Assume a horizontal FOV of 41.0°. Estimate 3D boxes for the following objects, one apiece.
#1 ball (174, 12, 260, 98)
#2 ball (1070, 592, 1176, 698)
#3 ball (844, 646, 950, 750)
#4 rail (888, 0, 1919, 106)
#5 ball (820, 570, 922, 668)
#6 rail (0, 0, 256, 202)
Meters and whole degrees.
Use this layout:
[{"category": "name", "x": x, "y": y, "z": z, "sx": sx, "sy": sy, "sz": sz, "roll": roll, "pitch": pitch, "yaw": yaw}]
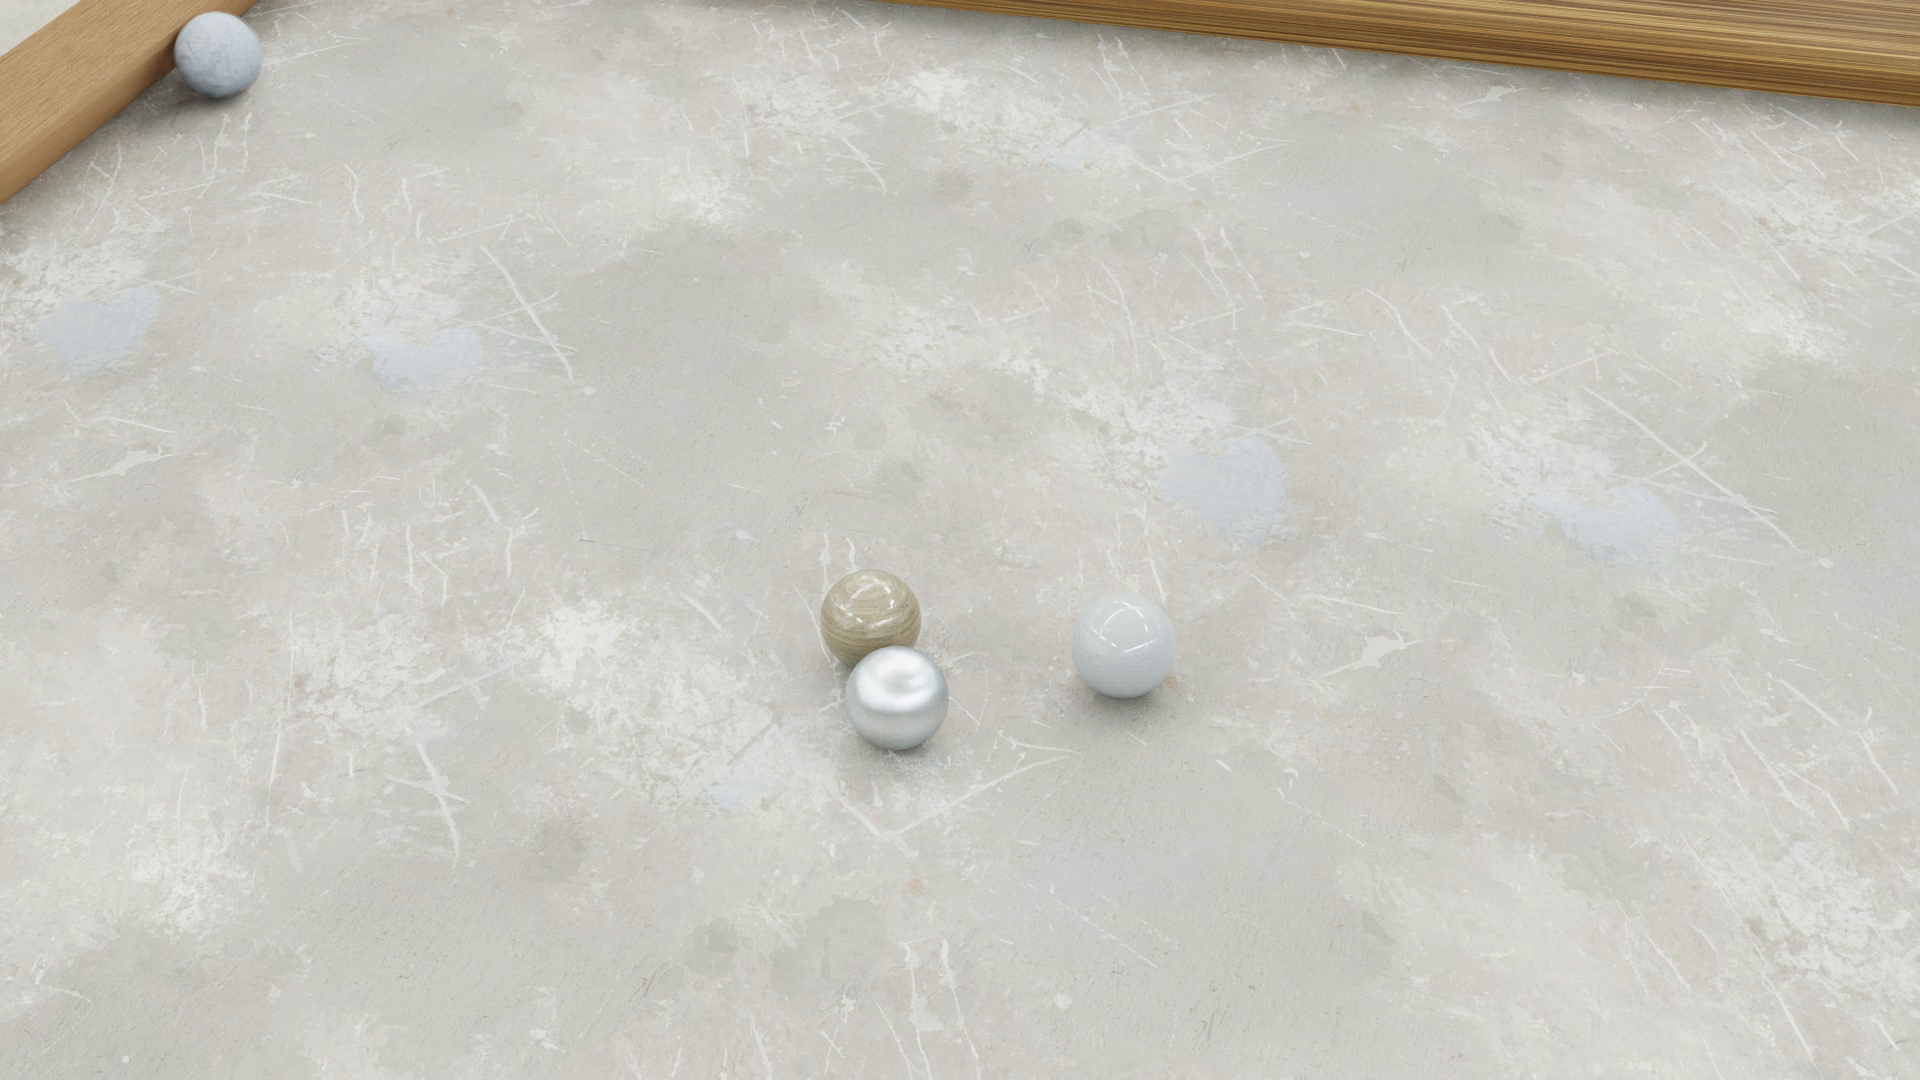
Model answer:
[{"category": "ball", "x": -0.760, "y": -0.497, "z": 2.627, "sx": 0.086, "sy": 0.086, "sz": 0.086, "roll": 0, "pitch": 34, "yaw": 0}, {"category": "ball", "x": 0.114, "y": 0.074, "z": 1.794, "sx": 0.074, "sy": 0.074, "sz": 0.074, "roll": 0, "pitch": 34, "yaw": 0}, {"category": "ball", "x": -0.043, "y": 0.107, "z": 1.747, "sx": 0.071, "sy": 0.071, "sz": 0.071, "roll": 0, "pitch": 34, "yaw": 0}, {"category": "rail", "x": 1.276, "y": -0.440, "z": 2.503, "sx": 4.177, "sy": 0.128, "sz": 0.045, "roll": 8, "pitch": 35, "yaw": 12}, {"category": "ball", "x": -0.063, "y": 0.057, "z": 1.821, "sx": 0.072, "sy": 0.072, "sz": 0.072, "roll": 0, "pitch": 34, "yaw": 0}, {"category": "rail", "x": -0.987, "y": -0.167, "z": 2.099, "sx": 0.045, "sy": 0.128, "sz": 2.140, "roll": 8, "pitch": 35, "yaw": 12}]
